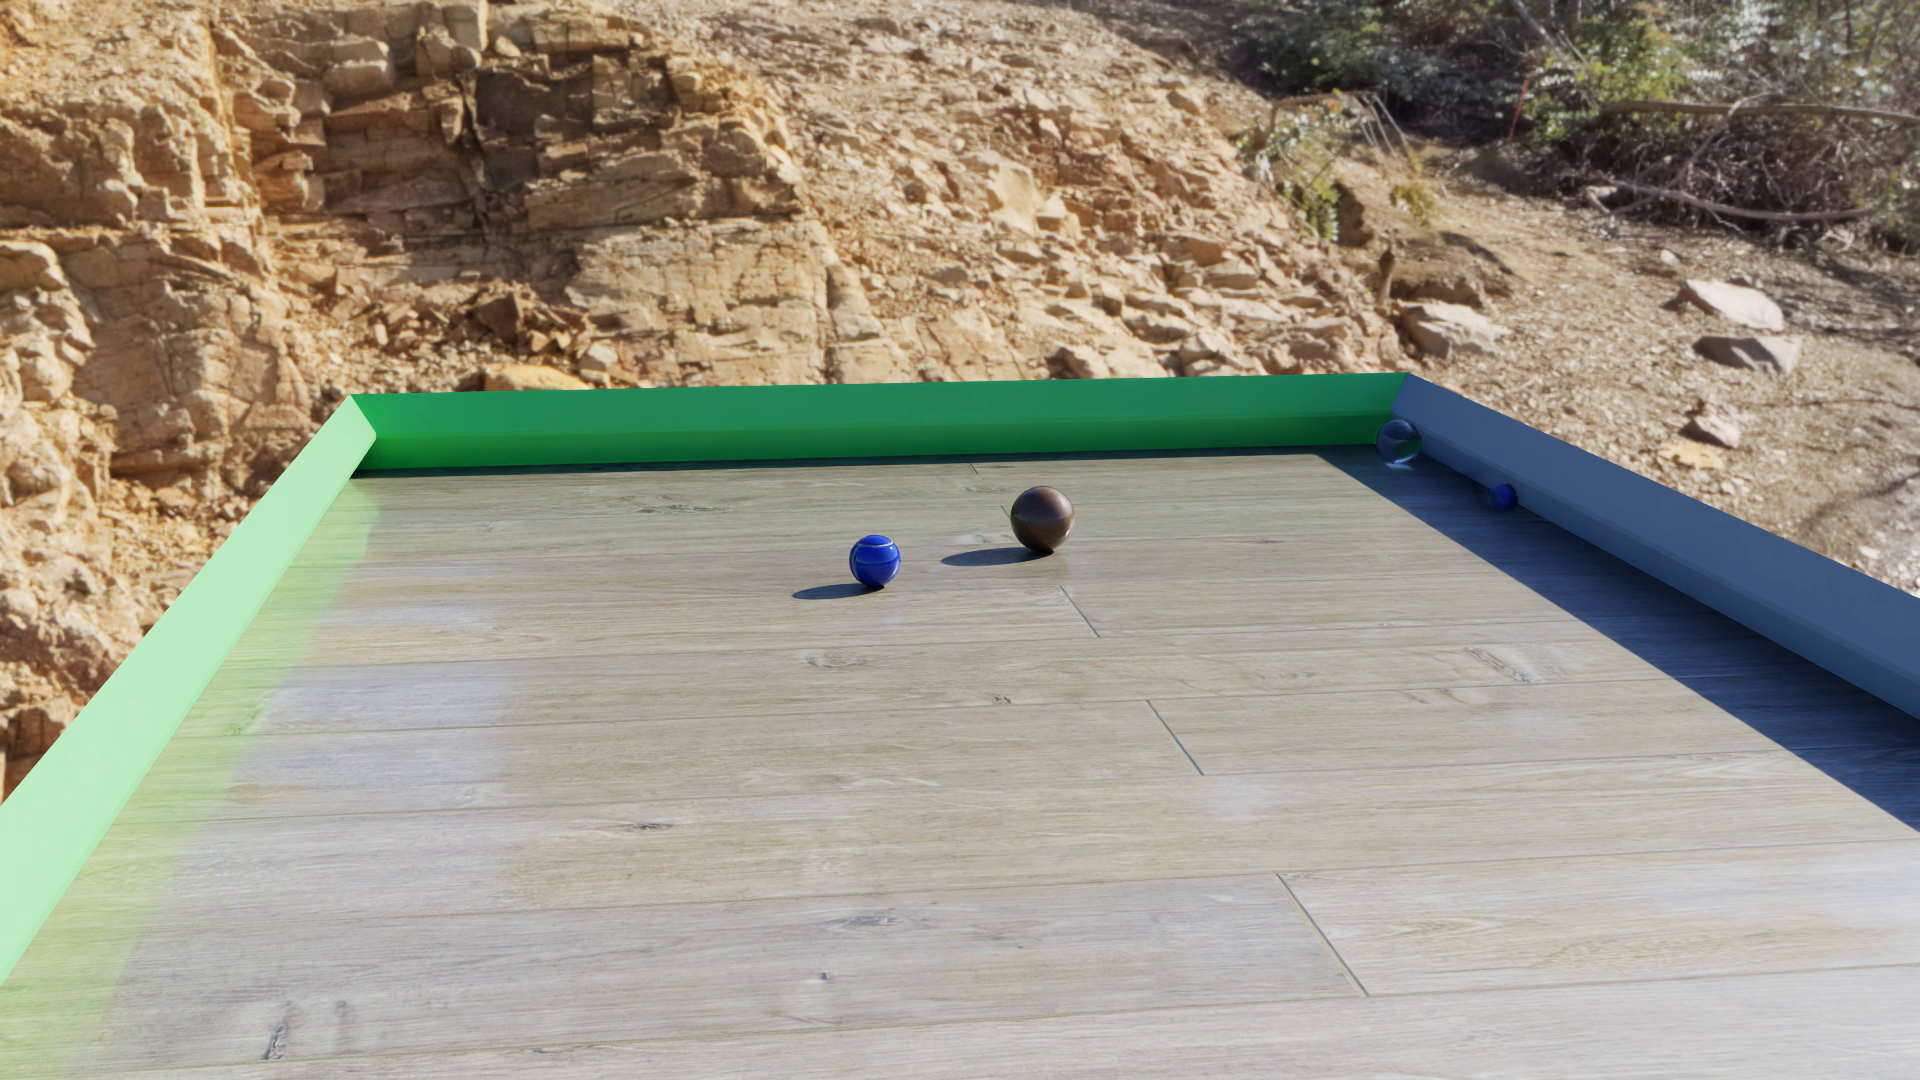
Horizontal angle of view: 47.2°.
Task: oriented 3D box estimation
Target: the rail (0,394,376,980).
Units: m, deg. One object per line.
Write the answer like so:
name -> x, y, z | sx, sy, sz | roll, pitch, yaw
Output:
rail -> -0.750, 0.174, 2.037 | 0.045, 0.122, 3.178 | -2, 13, -8

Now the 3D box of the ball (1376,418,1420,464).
ball -> 0.722, -0.163, 3.627 | 0.073, 0.073, 0.073 | 0, 13, 0

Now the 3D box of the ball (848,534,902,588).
ball -> -0.109, 0.027, 2.809 | 0.067, 0.067, 0.067 | 0, 13, 0

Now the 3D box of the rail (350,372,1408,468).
rail -> -0.104, -0.197, 3.663 | 1.779, 0.122, 0.045 | -2, 13, -8

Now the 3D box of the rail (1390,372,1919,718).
rail -> 0.965, 0.122, 2.265 | 0.045, 0.122, 3.178 | -2, 13, -8

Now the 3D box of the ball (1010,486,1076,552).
ball -> 0.113, -0.029, 3.002 | 0.090, 0.090, 0.090 | 0, 13, 0

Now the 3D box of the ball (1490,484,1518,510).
ball -> 0.807, -0.064, 3.267 | 0.040, 0.040, 0.040 | 0, 13, 0
